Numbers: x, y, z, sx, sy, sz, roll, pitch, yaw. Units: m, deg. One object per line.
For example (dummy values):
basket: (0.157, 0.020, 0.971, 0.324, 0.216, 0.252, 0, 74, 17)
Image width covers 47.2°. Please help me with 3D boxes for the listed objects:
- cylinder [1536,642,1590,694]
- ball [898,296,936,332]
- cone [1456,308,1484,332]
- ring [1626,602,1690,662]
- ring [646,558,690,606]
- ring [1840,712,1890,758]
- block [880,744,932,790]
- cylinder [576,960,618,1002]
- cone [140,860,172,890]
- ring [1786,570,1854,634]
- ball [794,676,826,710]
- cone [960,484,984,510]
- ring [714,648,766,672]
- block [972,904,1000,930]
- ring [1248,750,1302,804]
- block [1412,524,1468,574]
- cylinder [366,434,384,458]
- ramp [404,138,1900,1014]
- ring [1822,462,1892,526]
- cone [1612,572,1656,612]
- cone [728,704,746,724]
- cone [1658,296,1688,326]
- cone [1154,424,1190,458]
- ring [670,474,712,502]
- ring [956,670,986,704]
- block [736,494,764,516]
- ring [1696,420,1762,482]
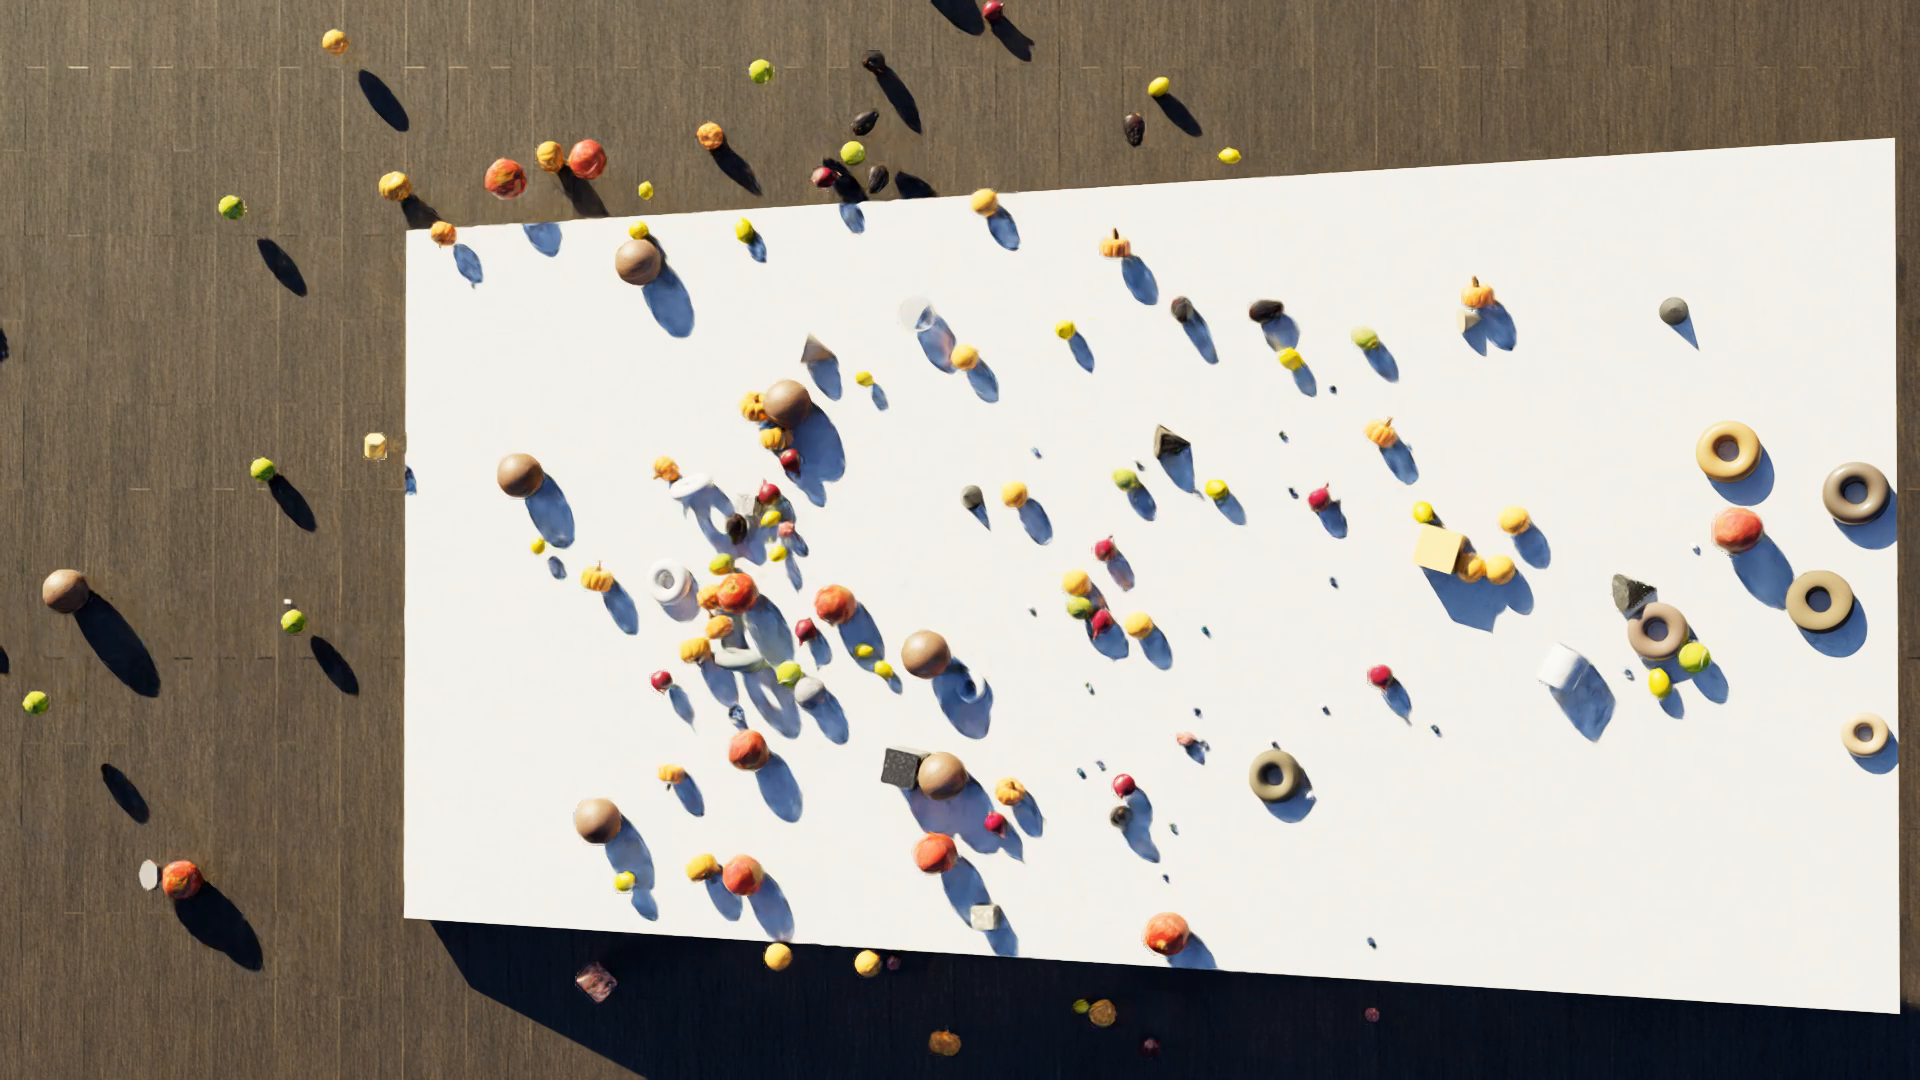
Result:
cylinder: (1.436, 0.303, 5.231, 0.093, 0.093, 0.093, 28, 93, 0)
ball: (-0.114, -0.597, 5.809, 0.097, 0.097, 0.097, 0, 89, 0)
cone: (1.247, -0.536, 5.346, 0.060, 0.060, 0.060, -6, 89, -7)
ring: (1.644, 0.216, 5.180, 0.141, 0.047, 0.141, 0, 90, 21)
ring: (-0.806, 0.115, 6.082, 0.131, 0.044, 0.131, -1, 88, 21)
ring: (2.070, 0.445, 5.027, 0.106, 0.035, 0.106, -1, 88, 21)
block: (-0.142, 0.599, 5.806, 0.093, 0.093, 0.093, 11, 93, 20)
cylinder: (-1.046, 1.272, 6.335, 0.085, 0.085, 0.085, -42, 102, -1)
cone: (-2.343, 0.978, 6.447, 0.083, 0.083, 0.083, -2, 86, 33)
ring: (1.978, 0.142, 5.058, 0.148, 0.049, 0.148, -1, 88, 20)
ball: (-0.402, 0.410, 5.906, 0.088, 0.088, 0.088, 0, 89, 0)
cone: (0.019, -0.114, 5.770, 0.066, 0.066, 0.066, 0, 89, 20)
ring: (-0.594, 0.326, 5.951, 0.139, 0.139, 0.046, 8, 96, 0)
block: (0.068, 0.984, 5.742, 0.058, 0.058, 0.058, -3, 88, 20)
ring: (0.788, 0.592, 5.491, 0.135, 0.045, 0.135, 0, 89, 19)
block: (1.163, 0.022, 5.332, 0.097, 0.097, 0.097, 17, 95, 19)
cylinder: (-1.695, -0.272, 6.368, 0.052, 0.052, 0.052, 12, 127, 0)
ramp: (0.281, 0.089, 5.760, 4.000, 0.100, 2.000, 0, 89, 20)
ring: (2.052, -0.106, 5.034, 0.148, 0.049, 0.148, -1, 88, 20)
cone: (1.605, 0.118, 5.199, 0.093, 0.093, 0.093, -7, 89, -7)
cone: (-0.623, 0.477, 6.003, 0.055, 0.055, 0.055, 0, 89, 20)
cone: (1.676, -0.542, 5.167, 0.067, 0.067, 0.067, 0, 89, 20)
cone: (0.545, -0.248, 5.593, 0.090, 0.090, 0.090, 4, 89, -6)
ring: (-0.735, -0.144, 6.017, 0.124, 0.124, 0.041, -20, 109, 0)
ring: (0.029, 0.386, 5.780, 0.086, 0.029, 0.086, -1, 88, 20)
block: (-0.574, -0.097, 5.994, 0.054, 0.054, 0.054, 6, 91, 20)
ring: (1.793, -0.206, 5.130, 0.146, 0.049, 0.146, -1, 88, 20)
